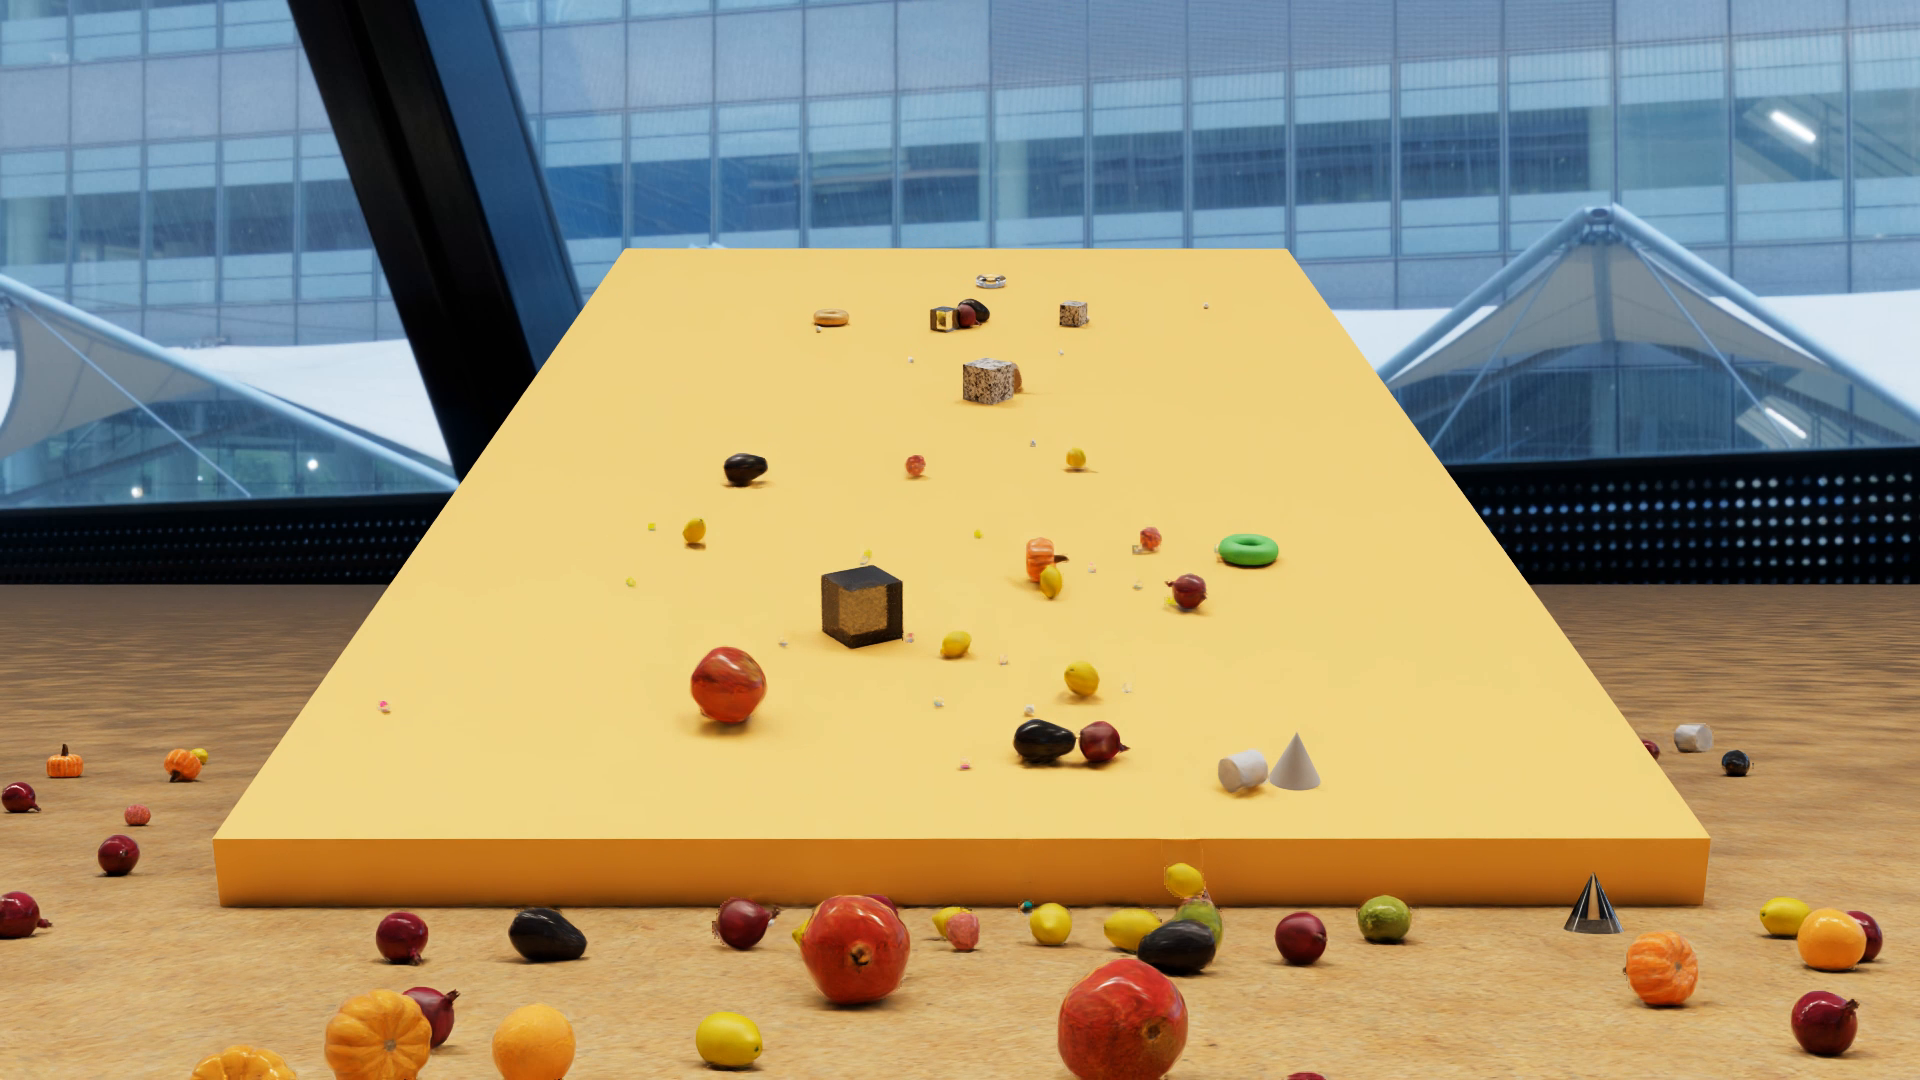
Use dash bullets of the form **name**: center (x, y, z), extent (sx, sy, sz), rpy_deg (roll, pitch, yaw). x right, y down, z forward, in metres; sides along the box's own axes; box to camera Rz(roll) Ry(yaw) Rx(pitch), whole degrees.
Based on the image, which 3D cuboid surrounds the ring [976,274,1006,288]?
- **ring**: center (0.087, -0.725, 6.285), extent (0.088, 0.029, 0.088), rpy_deg (1, 18, 0)

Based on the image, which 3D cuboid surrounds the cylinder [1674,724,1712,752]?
- **cylinder**: center (1.868, 0.505, 5.719), extent (0.066, 0.066, 0.066), rpy_deg (1, -1, -32)

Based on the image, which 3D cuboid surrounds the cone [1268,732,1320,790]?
- **cone**: center (0.473, 0.304, 3.165), extent (0.074, 0.074, 0.074), rpy_deg (0, 19, 0)

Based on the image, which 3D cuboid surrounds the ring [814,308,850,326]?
- **ring**: center (-0.335, -0.580, 5.847), extent (0.095, 0.032, 0.095), rpy_deg (1, 18, 0)

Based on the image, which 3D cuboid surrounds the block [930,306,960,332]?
- **block**: center (-0.040, -0.567, 5.777), extent (0.053, 0.053, 0.053), rpy_deg (14, 23, 36)

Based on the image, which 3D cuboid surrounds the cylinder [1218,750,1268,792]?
- **cylinder**: center (0.396, 0.323, 3.143), extent (0.050, 0.050, 0.050), rpy_deg (-13, 6, -33)

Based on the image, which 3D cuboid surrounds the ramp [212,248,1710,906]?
- **ramp**: center (-0.004, -0.194, 4.909), extent (2.000, 0.100, 4.000), rpy_deg (0, 19, 0)

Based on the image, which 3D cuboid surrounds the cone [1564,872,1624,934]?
- **cone**: center (0.796, 0.453, 2.822), extent (0.074, 0.074, 0.074), rpy_deg (0, -1, 0)

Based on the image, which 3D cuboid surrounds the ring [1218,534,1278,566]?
- **ring**: center (0.523, 0.017, 4.074), extent (0.109, 0.036, 0.109), rpy_deg (1, 18, 0)

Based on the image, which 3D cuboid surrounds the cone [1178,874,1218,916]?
- **cone**: center (0.314, 0.465, 2.964), extent (0.054, 0.054, 0.054), rpy_deg (0, -1, 0)

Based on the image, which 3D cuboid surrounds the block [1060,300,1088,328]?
- **block**: center (0.295, -0.588, 5.836), extent (0.055, 0.055, 0.055), rpy_deg (9, 21, 25)

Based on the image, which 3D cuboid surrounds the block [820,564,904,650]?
- **block**: center (-0.161, 0.109, 3.699), extent (0.099, 0.099, 0.099), rpy_deg (-11, 22, -30)

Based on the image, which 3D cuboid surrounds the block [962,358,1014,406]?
- **block**: center (0.064, -0.362, 5.124), extent (0.083, 0.083, 0.083), rpy_deg (14, 23, 36)
